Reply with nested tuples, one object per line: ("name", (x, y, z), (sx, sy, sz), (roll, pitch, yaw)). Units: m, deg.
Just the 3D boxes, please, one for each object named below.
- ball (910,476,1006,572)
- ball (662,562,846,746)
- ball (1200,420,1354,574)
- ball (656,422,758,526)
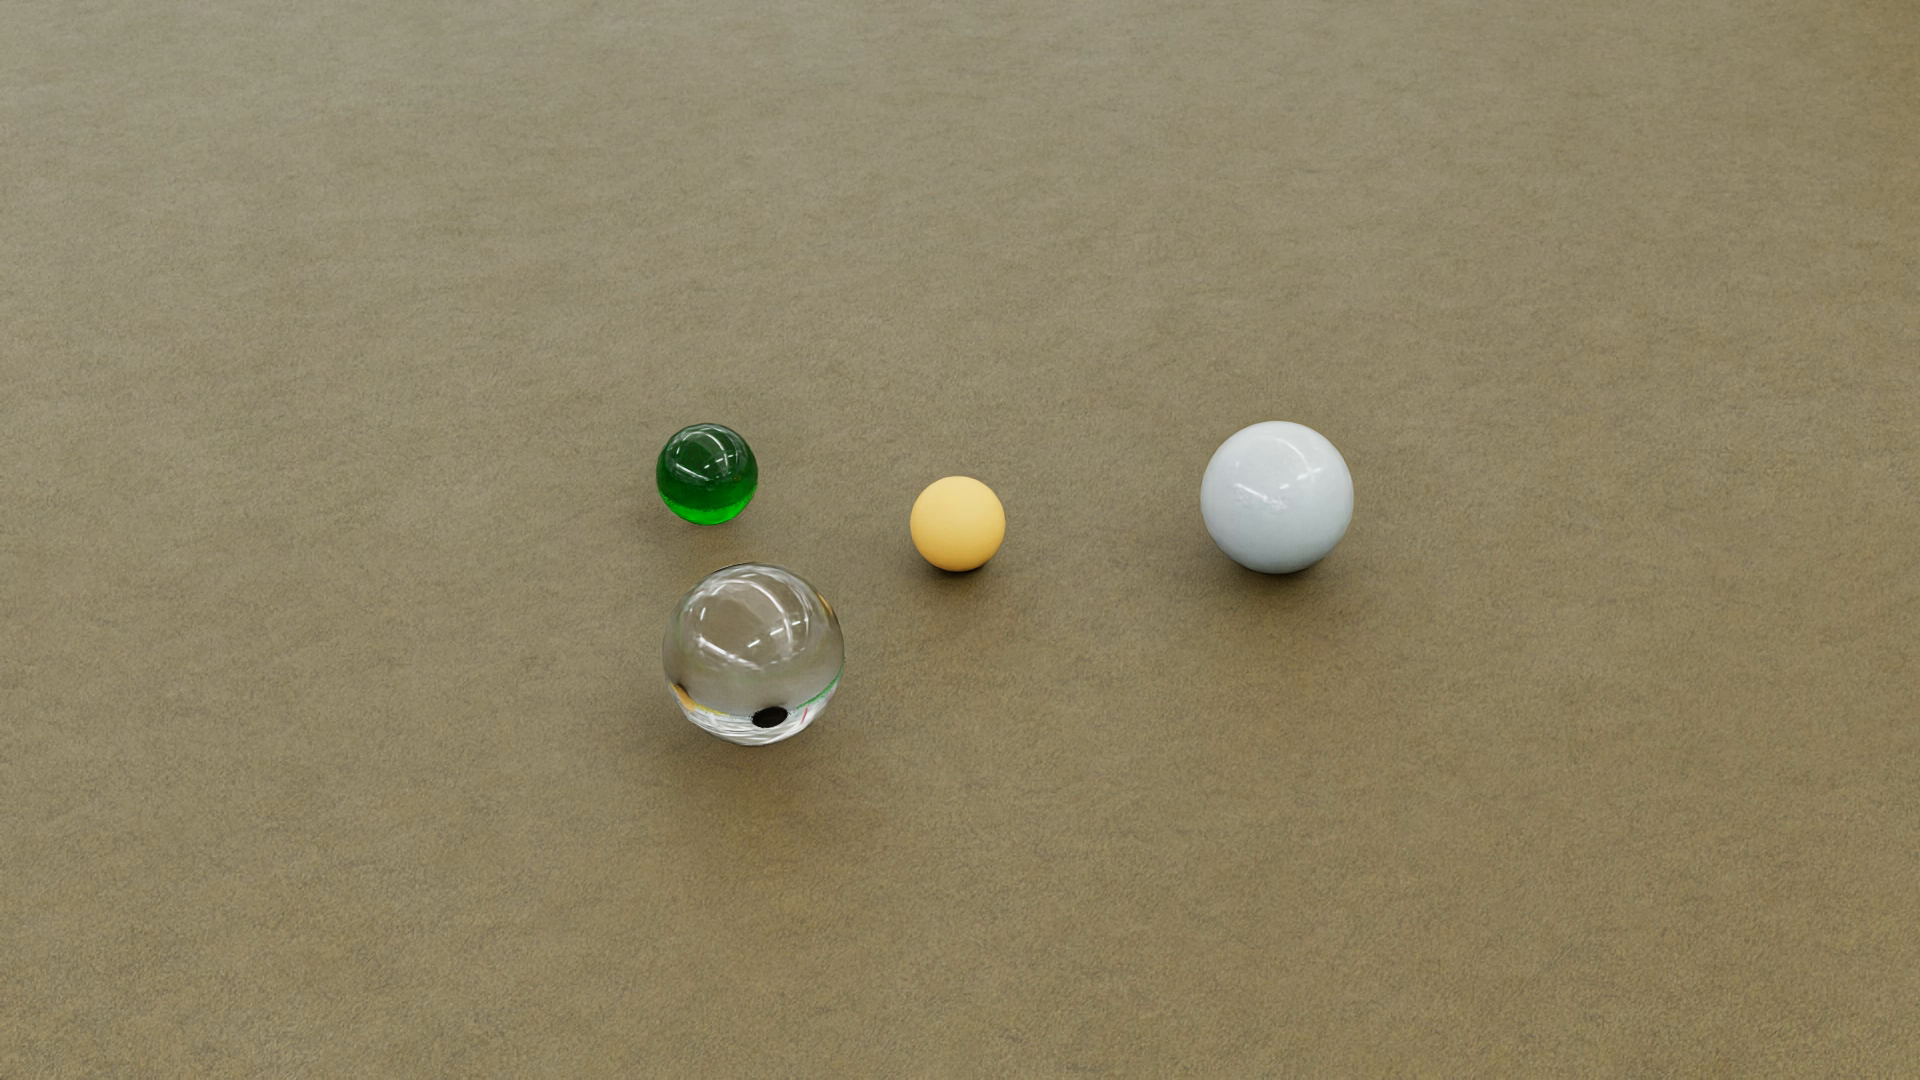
("ball", (-0.001, -0.009, 1.687), (0.055, 0.055, 0.055), (0, 31, 0))
("ball", (-0.108, 0.059, 1.532), (0.096, 0.096, 0.096), (0, 31, 0))
("ball", (0.181, -0.024, 1.680), (0.088, 0.088, 0.088), (0, 31, 0))
("ball", (-0.149, -0.039, 1.731), (0.060, 0.060, 0.060), (0, 31, 0))
